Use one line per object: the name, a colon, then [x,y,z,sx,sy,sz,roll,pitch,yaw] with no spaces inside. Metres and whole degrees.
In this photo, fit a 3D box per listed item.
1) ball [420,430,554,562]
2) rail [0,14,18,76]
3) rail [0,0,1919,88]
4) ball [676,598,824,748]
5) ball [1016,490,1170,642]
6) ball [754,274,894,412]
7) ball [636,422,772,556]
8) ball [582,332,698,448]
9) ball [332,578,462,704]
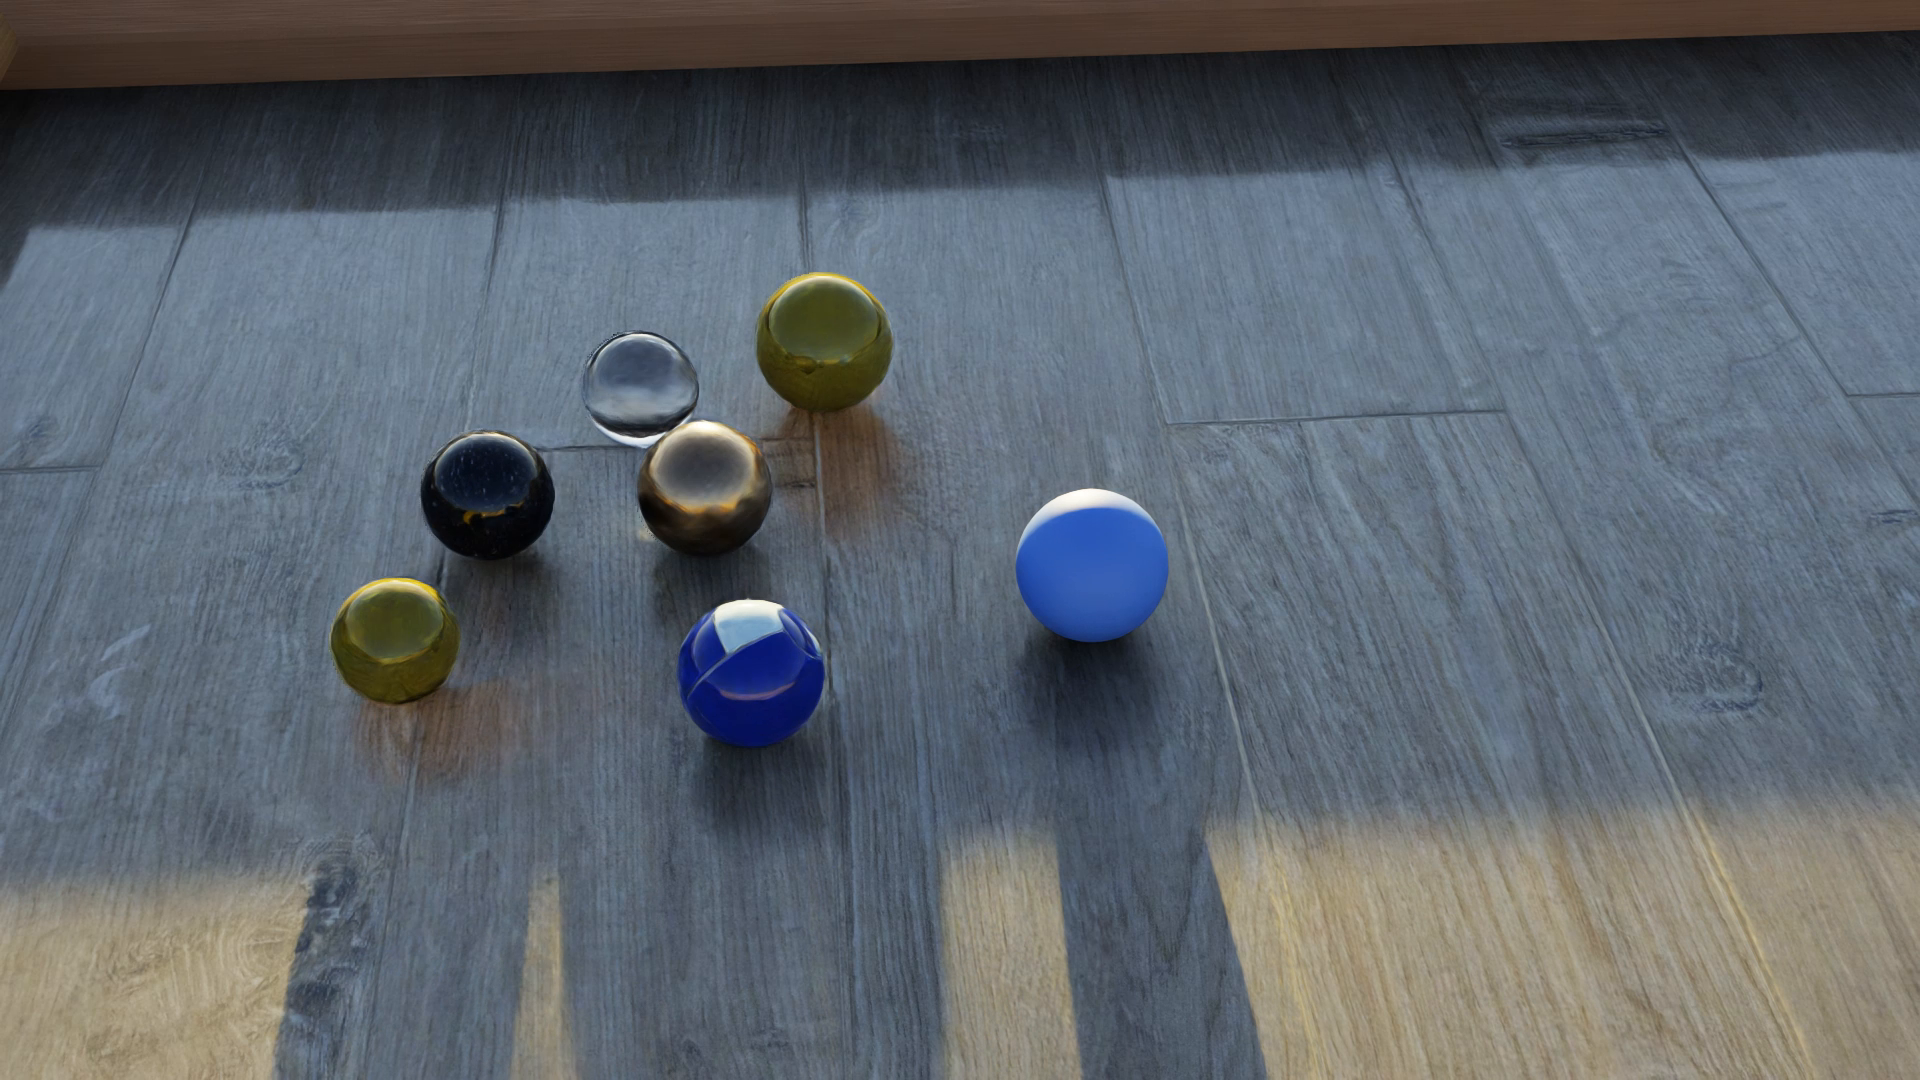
ball: [-0.311,-0.029,1.692,0.087,0.087,0.087,0,36,0]
rail: [-0.778,0.016,1.591,0.045,0.129,1.617,-2,36,-3]
rail: [0.744,-0.509,2.320,3.214,0.129,0.045,-2,36,-3]
ball: [-0.126,0.080,1.538,0.089,0.089,0.089,0,36,0]
ball: [0.083,0.016,1.619,0.097,0.097,0.097,0,36,0]
ball: [-0.097,-0.141,1.837,0.099,0.099,0.099,0,36,0]
ball: [-0.169,-0.034,1.695,0.090,0.090,0.090,0,36,0]
ball: [-0.225,-0.106,1.802,0.082,0.082,0.082,0,36,0]
ball: [-0.345,0.062,1.573,0.078,0.078,0.078,0,36,0]
